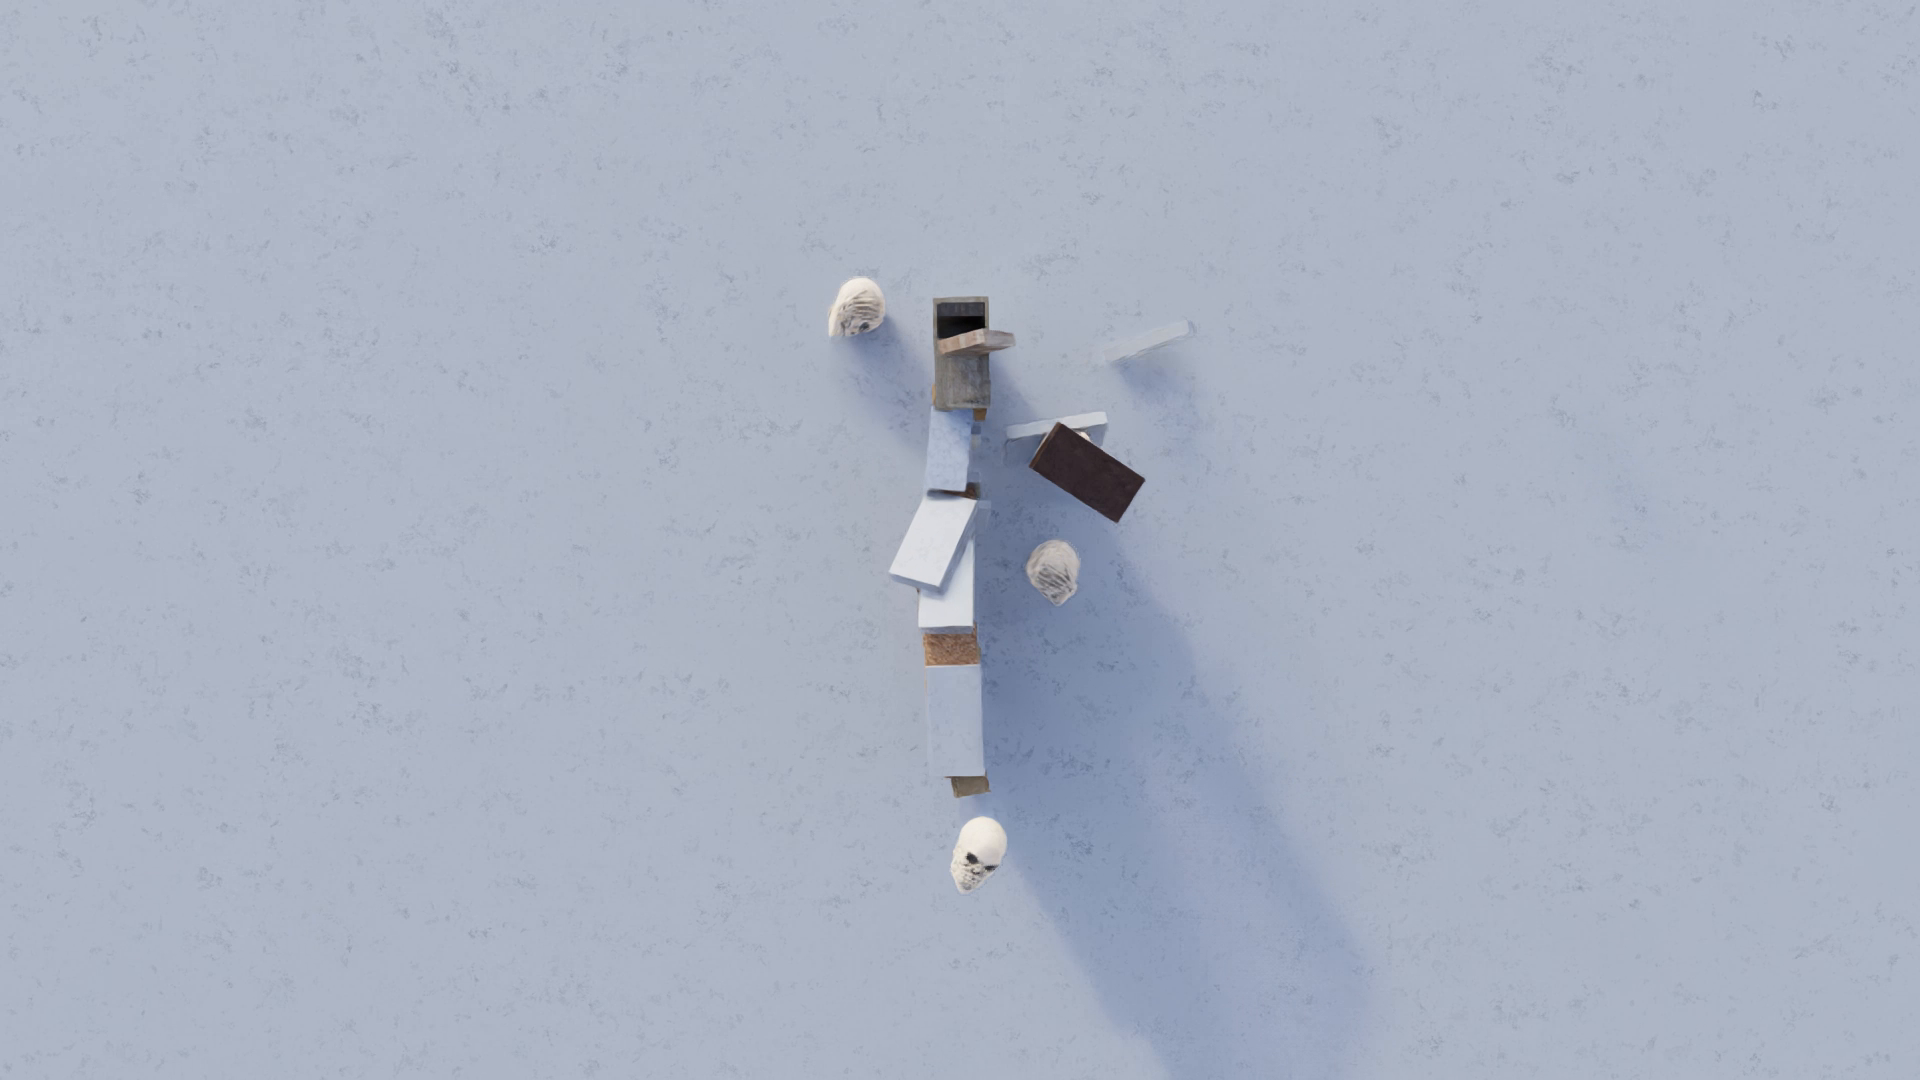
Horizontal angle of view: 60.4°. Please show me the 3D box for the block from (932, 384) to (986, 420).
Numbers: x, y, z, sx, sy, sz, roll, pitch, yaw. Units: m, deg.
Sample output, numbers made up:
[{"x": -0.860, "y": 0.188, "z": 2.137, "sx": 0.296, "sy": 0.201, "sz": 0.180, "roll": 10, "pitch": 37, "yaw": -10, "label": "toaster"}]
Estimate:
[{"x": 0.000, "y": -0.442, "z": 5.327, "sx": 0.171, "sy": 0.343, "sz": 0.049, "roll": 1, "pitch": 83, "yaw": 0, "label": "block"}]

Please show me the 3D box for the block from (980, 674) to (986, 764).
[{"x": 0.006, "y": 0.570, "z": 5.188, "sx": 0.145, "sy": 0.041, "sz": 0.291, "roll": -1, "pitch": 90, "yaw": 0, "label": "block"}]

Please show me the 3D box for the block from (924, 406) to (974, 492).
[{"x": -0.035, "y": -0.289, "z": 5.217, "sx": 0.131, "sy": 0.037, "sz": 0.262, "roll": 6, "pitch": 90, "yaw": 0, "label": "block"}]

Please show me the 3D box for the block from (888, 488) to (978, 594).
[{"x": -0.081, "y": 0.001, "z": 5.169, "sx": 0.166, "sy": 0.047, "sz": 0.332, "roll": 15, "pitch": 60, "yaw": 16, "label": "block"}]

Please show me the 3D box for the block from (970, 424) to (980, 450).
[{"x": 0.001, "y": -0.334, "z": 5.368, "sx": 0.131, "sy": 0.262, "sz": 0.037, "roll": 0, "pitch": 82, "yaw": 0, "label": "block"}]

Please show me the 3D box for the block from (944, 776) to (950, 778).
[{"x": 0.004, "y": 0.623, "z": 5.121, "sx": 0.110, "sy": 0.031, "sz": 0.221, "roll": -2, "pitch": 73, "yaw": 0, "label": "block"}]

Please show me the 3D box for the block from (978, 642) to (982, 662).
[{"x": -0.005, "y": 0.364, "z": 5.355, "sx": 0.145, "sy": 0.291, "sz": 0.041, "roll": -1, "pitch": 90, "yaw": 0, "label": "block"}]

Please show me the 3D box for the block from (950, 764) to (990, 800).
[{"x": 0.017, "y": 0.672, "z": 5.046, "sx": 0.110, "sy": 0.031, "sz": 0.221, "roll": -11, "pitch": 76, "yaw": -2, "label": "block"}]

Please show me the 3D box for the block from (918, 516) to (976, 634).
[{"x": -0.038, "y": 0.097, "z": 5.158, "sx": 0.165, "sy": 0.047, "sz": 0.425, "roll": -2, "pitch": 57, "yaw": 5, "label": "block"}]

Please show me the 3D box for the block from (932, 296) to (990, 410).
[{"x": 0.005, "y": -0.581, "z": 5.129, "sx": 0.171, "sy": 0.049, "sz": 0.343, "roll": -1, "pitch": 90, "yaw": 0, "label": "block"}]

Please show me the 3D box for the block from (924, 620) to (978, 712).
[{"x": -0.024, "y": 0.416, "z": 5.087, "sx": 0.165, "sy": 0.047, "sz": 0.330, "roll": -3, "pitch": 70, "yaw": 0, "label": "block"}]

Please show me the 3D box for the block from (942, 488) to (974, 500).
[{"x": -0.003, "y": -0.110, "z": 5.399, "sx": 0.104, "sy": 0.208, "sz": 0.029, "roll": -2, "pitch": 67, "yaw": 0, "label": "block"}]

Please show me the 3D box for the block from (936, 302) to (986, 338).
[{"x": 0.003, "y": -0.660, "z": 4.960, "sx": 0.144, "sy": 0.288, "sz": 0.041, "roll": -1, "pitch": 85, "yaw": 0, "label": "block"}]

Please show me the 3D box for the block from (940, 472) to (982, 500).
[{"x": 0.002, "y": -0.172, "z": 5.368, "sx": 0.131, "sy": 0.262, "sz": 0.037, "roll": -1, "pitch": 78, "yaw": 0, "label": "block"}]

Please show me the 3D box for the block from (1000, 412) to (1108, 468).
[{"x": 0.303, "y": -0.326, "z": 5.351, "sx": 0.332, "sy": 0.166, "sz": 0.047, "roll": -10, "pitch": 60, "yaw": -11, "label": "block"}]

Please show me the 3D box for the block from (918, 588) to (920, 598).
[{"x": -0.039, "y": 0.273, "z": 5.188, "sx": 0.145, "sy": 0.041, "sz": 0.291, "roll": -10, "pitch": 90, "yaw": 0, "label": "block"}]

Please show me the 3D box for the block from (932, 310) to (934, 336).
[{"x": -0.001, "y": -0.671, "z": 5.327, "sx": 0.171, "sy": 0.343, "sz": 0.049, "roll": 0, "pitch": 83, "yaw": 0, "label": "block"}]

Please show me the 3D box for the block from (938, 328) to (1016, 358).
[{"x": 0.052, "y": -0.590, "z": 4.945, "sx": 0.144, "sy": 0.288, "sz": 0.041, "roll": -13, "pitch": 90, "yaw": 20, "label": "block"}]

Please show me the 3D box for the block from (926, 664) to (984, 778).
[{"x": -0.015, "y": 0.546, "z": 4.985, "sx": 0.165, "sy": 0.047, "sz": 0.330, "roll": -2, "pitch": 89, "yaw": 0, "label": "block"}]

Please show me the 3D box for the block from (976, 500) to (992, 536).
[{"x": 0.042, "y": -0.075, "z": 5.396, "sx": 0.104, "sy": 0.208, "sz": 0.029, "roll": 5, "pitch": 66, "yaw": -2, "label": "block"}]

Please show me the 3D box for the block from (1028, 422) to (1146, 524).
[{"x": 0.394, "y": -0.208, "z": 5.114, "sx": 0.332, "sy": 0.047, "sz": 0.166, "roll": 32, "pitch": 93, "yaw": -18, "label": "block"}]

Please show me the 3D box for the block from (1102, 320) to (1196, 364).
[{"x": 0.619, "y": -0.644, "z": 5.383, "sx": 0.288, "sy": 0.144, "sz": 0.041, "roll": -19, "pitch": 88, "yaw": 17, "label": "block"}]
